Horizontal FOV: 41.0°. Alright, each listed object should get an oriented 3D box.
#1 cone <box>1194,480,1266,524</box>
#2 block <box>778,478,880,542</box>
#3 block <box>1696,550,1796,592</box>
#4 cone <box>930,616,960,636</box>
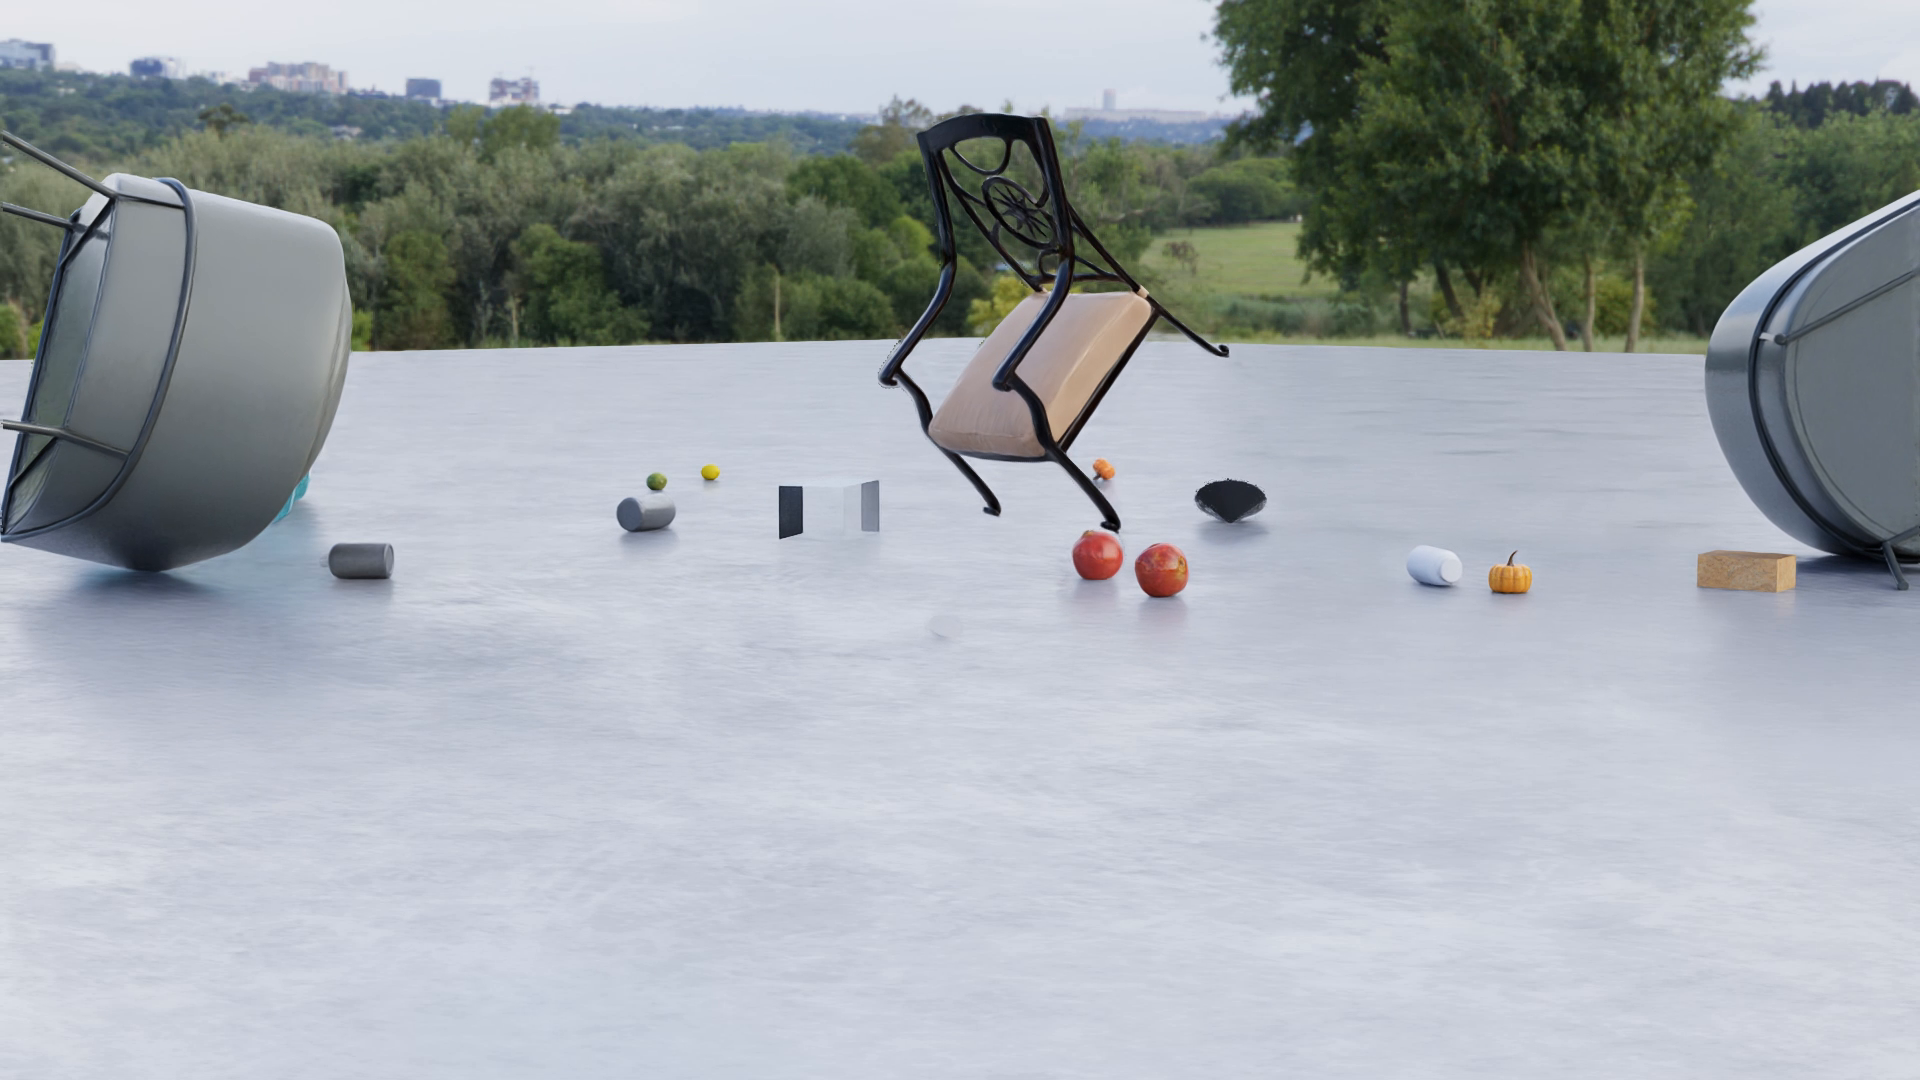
[{"bbox_3d":[0.722,-0.076,6.858,0.190,0.074,0.194,11,-32,-10],"label":"cone"},{"bbox_3d":[-0.330,-0.079,6.513,0.174,0.136,0.262,2,6,18],"label":"block"},{"bbox_3d":[1.669,0.065,5.443,0.170,0.069,0.119,4,7,36],"label":"block"},{"bbox_3d":[-0.036,0.165,4.718,0.061,0.039,0.049,14,-21,-15],"label":"cone"}]
